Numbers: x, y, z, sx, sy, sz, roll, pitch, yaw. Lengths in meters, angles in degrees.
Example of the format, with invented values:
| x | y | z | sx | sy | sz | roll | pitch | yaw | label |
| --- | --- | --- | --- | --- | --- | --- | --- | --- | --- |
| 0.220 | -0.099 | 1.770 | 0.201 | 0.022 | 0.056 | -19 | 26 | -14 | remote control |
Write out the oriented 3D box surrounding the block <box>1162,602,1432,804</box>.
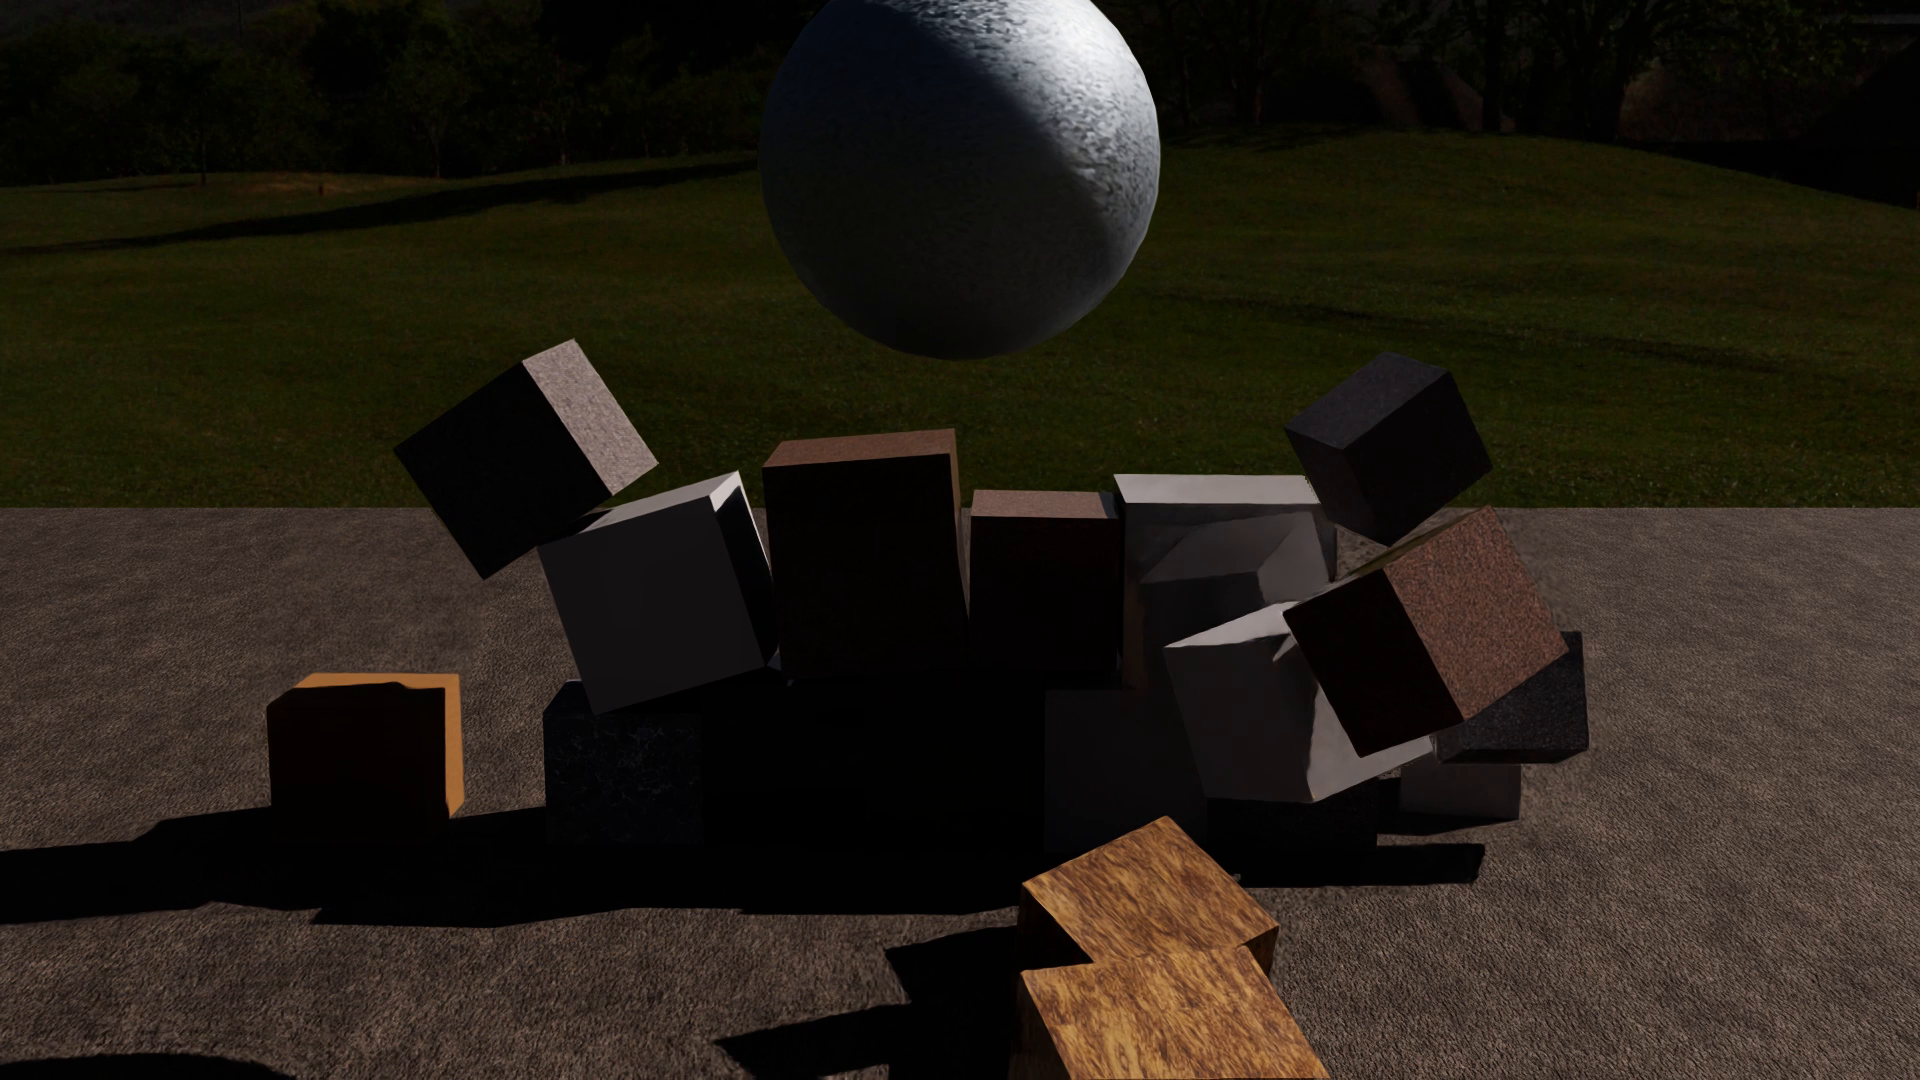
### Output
| x | y | z | sx | sy | sz | roll | pitch | yaw | label |
| --- | --- | --- | --- | --- | --- | --- | --- | --- | --- |
| 1.498 | 0.708 | 9.846 | 0.679 | 0.720 | 0.833 | -19 | 4 | -27 | block |

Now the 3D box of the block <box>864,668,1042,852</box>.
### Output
| x | y | z | sx | sy | sz | roll | pitch | yaw | label |
| --- | --- | --- | --- | --- | --- | --- | --- | --- | --- |
| -0.033 | 1.020 | 11.364 | 0.874 | 0.927 | 0.916 | 0 | 10 | 0 | block |

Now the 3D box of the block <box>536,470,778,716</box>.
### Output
| x | y | z | sx | sy | sz | roll | pitch | yaw | label |
| --- | --- | --- | --- | --- | --- | --- | --- | --- | --- |
| -1.493 | 0.255 | 11.224 | 0.908 | 0.892 | 0.811 | -16 | 9 | 7 | block |

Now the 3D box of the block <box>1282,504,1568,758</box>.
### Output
| x | y | z | sx | sy | sz | roll | pitch | yaw | label |
| --- | --- | --- | --- | --- | --- | --- | --- | --- | --- |
| 1.912 | 0.376 | 9.051 | 0.715 | 0.680 | 0.638 | -26 | -3 | -36 | block |

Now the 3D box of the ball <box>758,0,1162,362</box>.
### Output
| x | y | z | sx | sy | sz | roll | pitch | yaw | label |
| --- | --- | --- | --- | --- | --- | --- | --- | --- | --- |
| 0.000 | -1.515 | 8.764 | 1.600 | 1.600 | 1.600 | 0 | 10 | 0 | ball |

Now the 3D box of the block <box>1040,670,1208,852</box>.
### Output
| x | y | z | sx | sy | sz | roll | pitch | yaw | label |
| --- | --- | --- | --- | --- | --- | --- | --- | --- | --- |
| 0.826 | 1.067 | 11.361 | 0.811 | 0.835 | 0.934 | 0 | 10 | 0 | block |

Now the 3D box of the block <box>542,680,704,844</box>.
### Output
| x | y | z | sx | sy | sz | roll | pitch | yaw | label |
| --- | --- | --- | --- | --- | --- | --- | --- | --- | --- |
| -1.691 | 1.139 | 11.402 | 0.792 | 0.680 | 0.705 | 0 | 10 | 0 | block |

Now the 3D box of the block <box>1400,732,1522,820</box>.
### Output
| x | y | z | sx | sy | sz | roll | pitch | yaw | label |
| --- | --- | --- | --- | --- | --- | --- | --- | --- | --- |
| 2.714 | 1.117 | 11.858 | 0.617 | 0.560 | 0.673 | 3 | 11 | 15 | block |

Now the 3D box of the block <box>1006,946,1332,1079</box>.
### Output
| x | y | z | sx | sy | sz | roll | pitch | yaw | label |
| --- | --- | --- | --- | --- | --- | --- | --- | --- | --- |
| 0.622 | 1.831 | 6.910 | 0.777 | 0.759 | 0.688 | -3 | 28 | -16 | block |

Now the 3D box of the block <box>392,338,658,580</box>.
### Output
| x | y | z | sx | sy | sz | roll | pitch | yaw | label |
| --- | --- | --- | --- | --- | --- | --- | --- | --- | --- |
| -2.191 | -0.425 | 11.200 | 0.815 | 0.787 | 0.834 | -32 | 7 | 14 | block |

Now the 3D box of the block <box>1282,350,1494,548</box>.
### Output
| x | y | z | sx | sy | sz | roll | pitch | yaw | label |
| --- | --- | --- | --- | --- | --- | --- | --- | --- | --- |
| 1.821 | -0.395 | 9.372 | 0.585 | 0.514 | 0.468 | -36 | 26 | -11 | block |

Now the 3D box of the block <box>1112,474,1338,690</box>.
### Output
| x | y | z | sx | sy | sz | roll | pitch | yaw | label |
| --- | --- | --- | --- | --- | --- | --- | --- | --- | --- |
| 1.317 | 0.199 | 11.195 | 1.031 | 0.933 | 0.929 | 0 | 10 | 0 | block |

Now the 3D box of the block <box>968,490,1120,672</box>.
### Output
| x | y | z | sx | sy | sz | roll | pitch | yaw | label |
| --- | --- | --- | --- | --- | --- | --- | --- | --- | --- |
| 0.423 | 0.193 | 11.185 | 0.731 | 0.766 | 0.816 | 1 | 10 | 1 | block |

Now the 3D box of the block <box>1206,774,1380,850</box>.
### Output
| x | y | z | sx | sy | sz | roll | pitch | yaw | label |
| --- | --- | --- | --- | --- | --- | --- | --- | --- | --- |
| 1.663 | 1.069 | 11.362 | 0.850 | 0.831 | 0.853 | 0 | 10 | 0 | block |

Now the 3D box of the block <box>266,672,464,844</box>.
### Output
| x | y | z | sx | sy | sz | roll | pitch | yaw | label |
| --- | --- | --- | --- | --- | --- | --- | --- | --- | --- |
| -3.072 | 1.122 | 11.422 | 0.784 | 0.706 | 0.722 | 0 | 10 | 2 | block |

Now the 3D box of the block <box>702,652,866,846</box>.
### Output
| x | y | z | sx | sy | sz | roll | pitch | yaw | label |
| --- | --- | --- | --- | --- | --- | --- | --- | --- | --- |
| -0.882 | 1.070 | 11.359 | 0.808 | 0.831 | 0.714 | 0 | 10 | 0 | block |

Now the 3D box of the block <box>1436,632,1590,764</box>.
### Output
| x | y | z | sx | sy | sz | roll | pitch | yaw | label |
| --- | --- | --- | --- | --- | --- | --- | --- | --- | --- |
| 2.750 | 0.796 | 11.024 | 0.601 | 0.584 | 0.553 | 1 | -14 | -3 | block |

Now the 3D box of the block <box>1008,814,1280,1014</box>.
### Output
| x | y | z | sx | sy | sz | roll | pitch | yaw | label |
| --- | --- | --- | --- | --- | --- | --- | --- | --- | --- |
| 0.661 | 1.573 | 8.090 | 0.675 | 0.679 | 0.643 | -20 | 44 | -28 | block |

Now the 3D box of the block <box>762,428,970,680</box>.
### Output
| x | y | z | sx | sy | sz | roll | pitch | yaw | label |
| --- | --- | --- | --- | --- | --- | --- | --- | --- | --- |
| -0.449 | 0.052 | 11.125 | 0.909 | 1.058 | 0.929 | -4 | 10 | 2 | block |
